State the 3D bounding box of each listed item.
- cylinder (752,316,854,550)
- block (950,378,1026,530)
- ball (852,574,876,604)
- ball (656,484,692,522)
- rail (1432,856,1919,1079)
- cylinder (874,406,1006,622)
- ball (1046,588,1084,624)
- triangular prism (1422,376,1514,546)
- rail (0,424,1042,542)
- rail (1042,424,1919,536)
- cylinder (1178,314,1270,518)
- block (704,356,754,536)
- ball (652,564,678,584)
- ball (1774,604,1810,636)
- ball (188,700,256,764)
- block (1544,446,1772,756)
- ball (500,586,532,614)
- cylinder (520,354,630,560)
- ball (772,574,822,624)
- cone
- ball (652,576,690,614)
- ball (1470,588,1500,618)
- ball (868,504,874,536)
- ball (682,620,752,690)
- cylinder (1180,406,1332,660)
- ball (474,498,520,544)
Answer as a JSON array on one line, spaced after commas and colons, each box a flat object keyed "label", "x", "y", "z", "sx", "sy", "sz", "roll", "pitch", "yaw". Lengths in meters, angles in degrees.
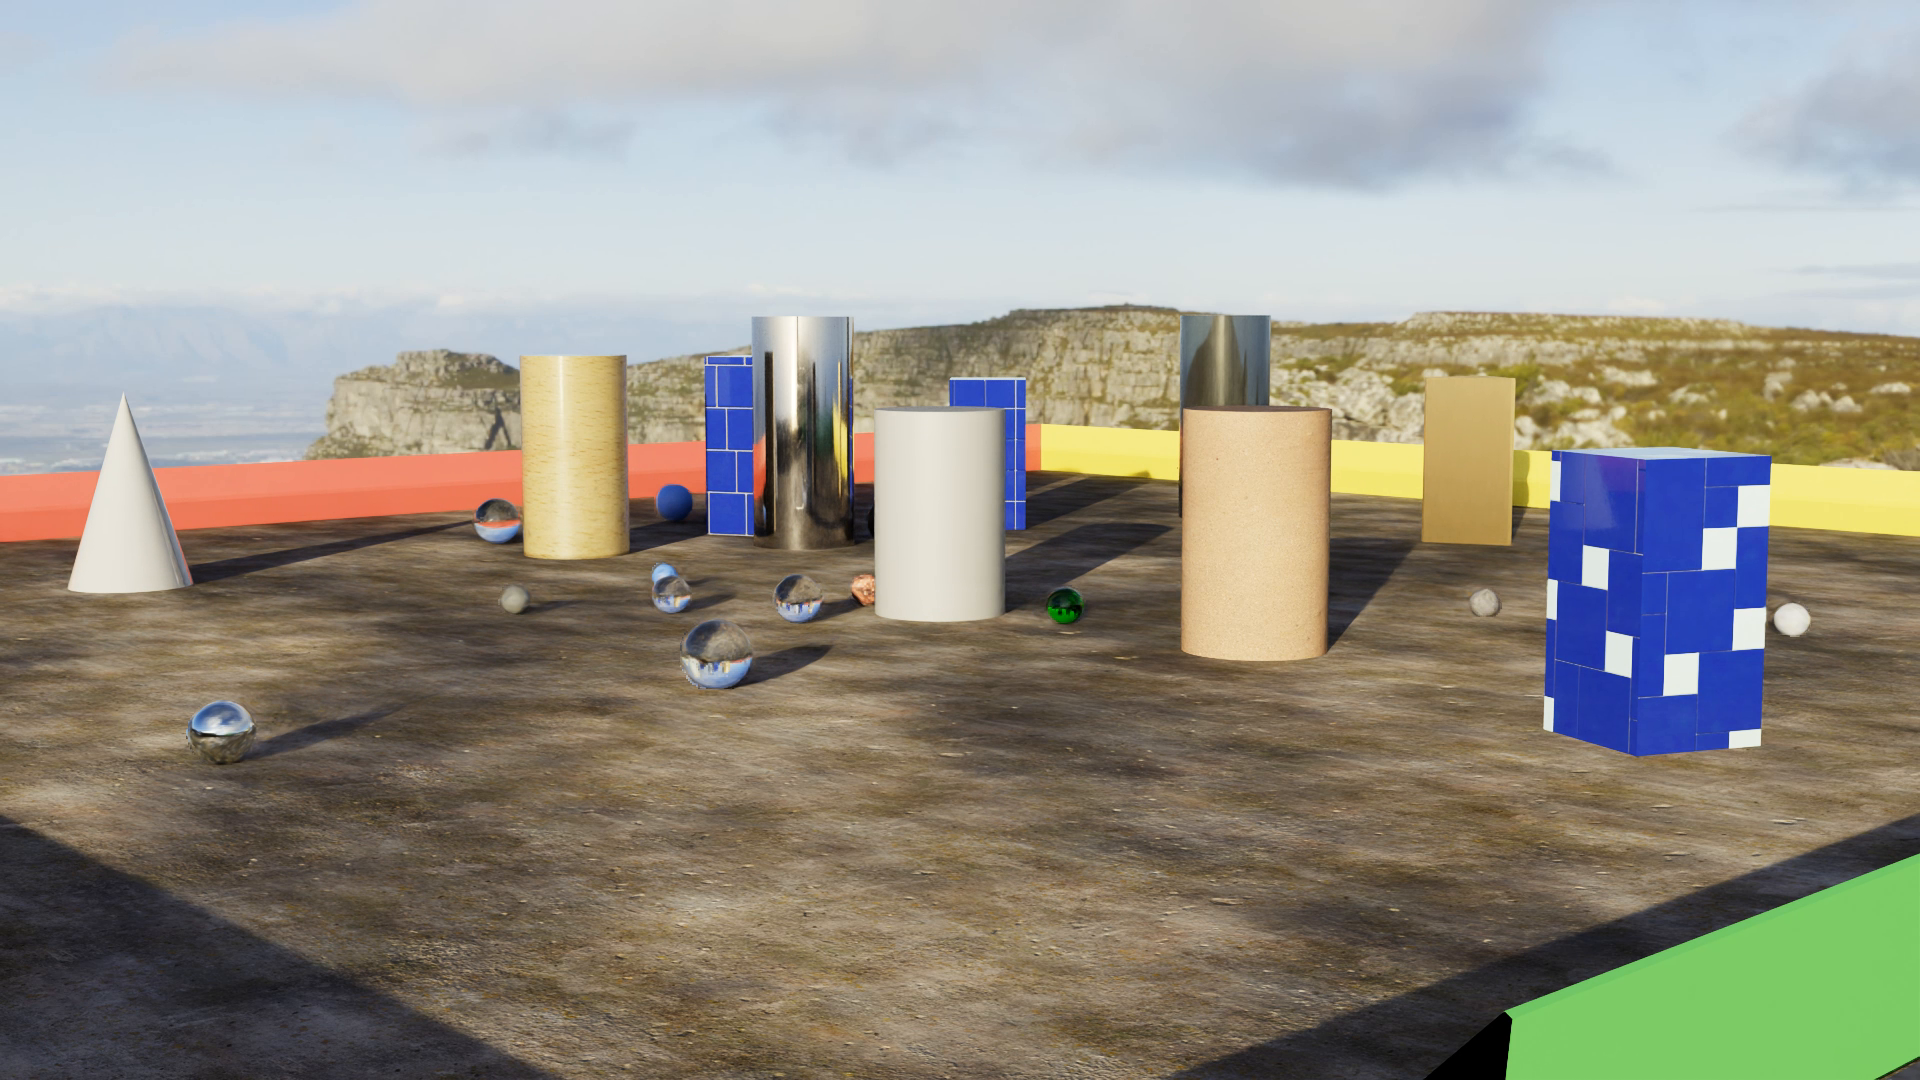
[{"label": "cylinder", "x": -0.295, "y": -0.205, "z": 4.143, "sx": 0.192, "sy": 0.430, "sz": 0.192, "roll": 0, "pitch": 6, "yaw": 0}, {"label": "block", "x": 0.057, "y": -0.180, "z": 4.509, "sx": 0.154, "sy": 0.302, "sz": 0.154, "roll": 0, "pitch": 6, "yaw": 1}, {"label": "ball", "x": -0.140, "y": 0.075, "z": 3.314, "sx": 0.046, "sy": 0.046, "sz": 0.046, "roll": 0, "pitch": 6, "yaw": 0}, {"label": "ball", "x": -0.600, "y": -0.078, "z": 4.610, "sx": 0.078, "sy": 0.078, "sz": 0.078, "roll": 0, "pitch": 6, "yaw": 0}, {"label": "rail", "x": 1.265, "y": 0.176, "z": 1.969, "sx": 4.100, "sy": 0.125, "sz": 0.045, "roll": -6, "pitch": 8, "yaw": -42}, {"label": "cylinder", "x": -0.029, "y": -0.042, "z": 3.220, "sx": 0.192, "sy": 0.299, "sz": 0.192, "roll": 0, "pitch": 6, "yaw": 0}, {"label": "ball", "x": 0.149, "y": 0.093, "z": 3.114, "sx": 0.052, "sy": 0.052, "sz": 0.052, "roll": 0, "pitch": 6, "yaw": 0}, {"label": "triangular prism", "x": 0.991, "y": -0.157, "z": 4.231, "sx": 0.166, "sy": 0.314, "sz": 0.144, "roll": 3, "pitch": 7, "yaw": 24}, {"label": "rail", "x": -1.265, "y": -0.111, "z": 4.695, "sx": 4.100, "sy": 0.125, "sz": 0.045, "roll": -6, "pitch": 8, "yaw": -42}, {"label": "rail", "x": 1.489, "y": -0.111, "z": 4.699, "sx": 0.045, "sy": 0.125, "sz": 3.778, "roll": -6, "pitch": 8, "yaw": -42}, {"label": "cylinder", "x": 0.565, "y": -0.264, "z": 4.702, "sx": 0.192, "sy": 0.431, "sz": 0.192, "roll": 0, "pitch": 6, "yaw": 0}, {"label": "block", "x": -0.401, "y": -0.190, "z": 4.379, "sx": 0.154, "sy": 0.350, "sz": 0.154, "roll": 3, "pitch": 7, "yaw": 23}, {"label": "ball", "x": -0.469, "y": 0.058, "z": 3.499, "sx": 0.041, "sy": 0.041, "sz": 0.041, "roll": 0, "pitch": 6, "yaw": 0}, {"label": "ball", "x": 1.133, "y": 0.109, "z": 2.994, "sx": 0.046, "sy": 0.046, "sz": 0.046, "roll": 0, "pitch": 6, "yaw": 0}, {"label": "ball", "x": -0.723, "y": 0.189, "z": 2.155, "sx": 0.062, "sy": 0.062, "sz": 0.062, "roll": 0, "pitch": 6, "yaw": 0}, {"label": "block", "x": 0.719, "y": 0.058, "z": 2.277, "sx": 0.154, "sy": 0.297, "sz": 0.154, "roll": -2, "pitch": 6, "yaw": -21}, {"label": "ball", "x": -0.648, "y": 0.087, "z": 3.207, "sx": 0.043, "sy": 0.043, "sz": 0.043, "roll": 0, "pitch": 6, "yaw": 0}, {"label": "cylinder", "x": -0.699, "y": -0.155, "z": 3.995, "sx": 0.192, "sy": 0.361, "sz": 0.192, "roll": 0, "pitch": 6, "yaw": 0}, {"label": "ball", "x": -0.231, "y": 0.084, "z": 3.126, "sx": 0.069, "sy": 0.069, "sz": 0.069, "roll": 0, "pitch": 6, "yaw": 0}, {"label": "cone", "x": -1.338, "y": -0.082, "z": 3.534, "sx": 0.192, "sy": 0.313, "sz": 0.192, "roll": 0, "pitch": 6, "yaw": 0}, {"label": "ball", "x": -0.423, "y": 0.080, "z": 3.219, "sx": 0.056, "sy": 0.056, "sz": 0.056, "roll": 0, "pitch": 6, "yaw": 0}, {"label": "ball", "x": 0.759, "y": 0.091, "z": 3.180, "sx": 0.042, "sy": 0.042, "sz": 0.042, "roll": 0, "pitch": 6, "yaw": 0}, {"label": "ball", "x": -0.132, "y": -0.037, "z": 4.175, "sx": 0.089, "sy": 0.089, "sz": 0.089, "roll": 0, "pitch": 6, "yaw": 0}, {"label": "ball", "x": -0.285, "y": 0.134, "z": 2.577, "sx": 0.083, "sy": 0.083, "sz": 0.083, "roll": 0, "pitch": 6, "yaw": 0}, {"label": "cylinder", "x": 0.386, "y": -0.014, "z": 2.868, "sx": 0.192, "sy": 0.315, "sz": 0.192, "roll": 0, "pitch": 6, "yaw": 0}, {"label": "ball", "x": -0.878, "y": -0.036, "z": 4.170, "sx": 0.087, "sy": 0.087, "sz": 0.087, "roll": 0, "pitch": 6, "yaw": 0}]
